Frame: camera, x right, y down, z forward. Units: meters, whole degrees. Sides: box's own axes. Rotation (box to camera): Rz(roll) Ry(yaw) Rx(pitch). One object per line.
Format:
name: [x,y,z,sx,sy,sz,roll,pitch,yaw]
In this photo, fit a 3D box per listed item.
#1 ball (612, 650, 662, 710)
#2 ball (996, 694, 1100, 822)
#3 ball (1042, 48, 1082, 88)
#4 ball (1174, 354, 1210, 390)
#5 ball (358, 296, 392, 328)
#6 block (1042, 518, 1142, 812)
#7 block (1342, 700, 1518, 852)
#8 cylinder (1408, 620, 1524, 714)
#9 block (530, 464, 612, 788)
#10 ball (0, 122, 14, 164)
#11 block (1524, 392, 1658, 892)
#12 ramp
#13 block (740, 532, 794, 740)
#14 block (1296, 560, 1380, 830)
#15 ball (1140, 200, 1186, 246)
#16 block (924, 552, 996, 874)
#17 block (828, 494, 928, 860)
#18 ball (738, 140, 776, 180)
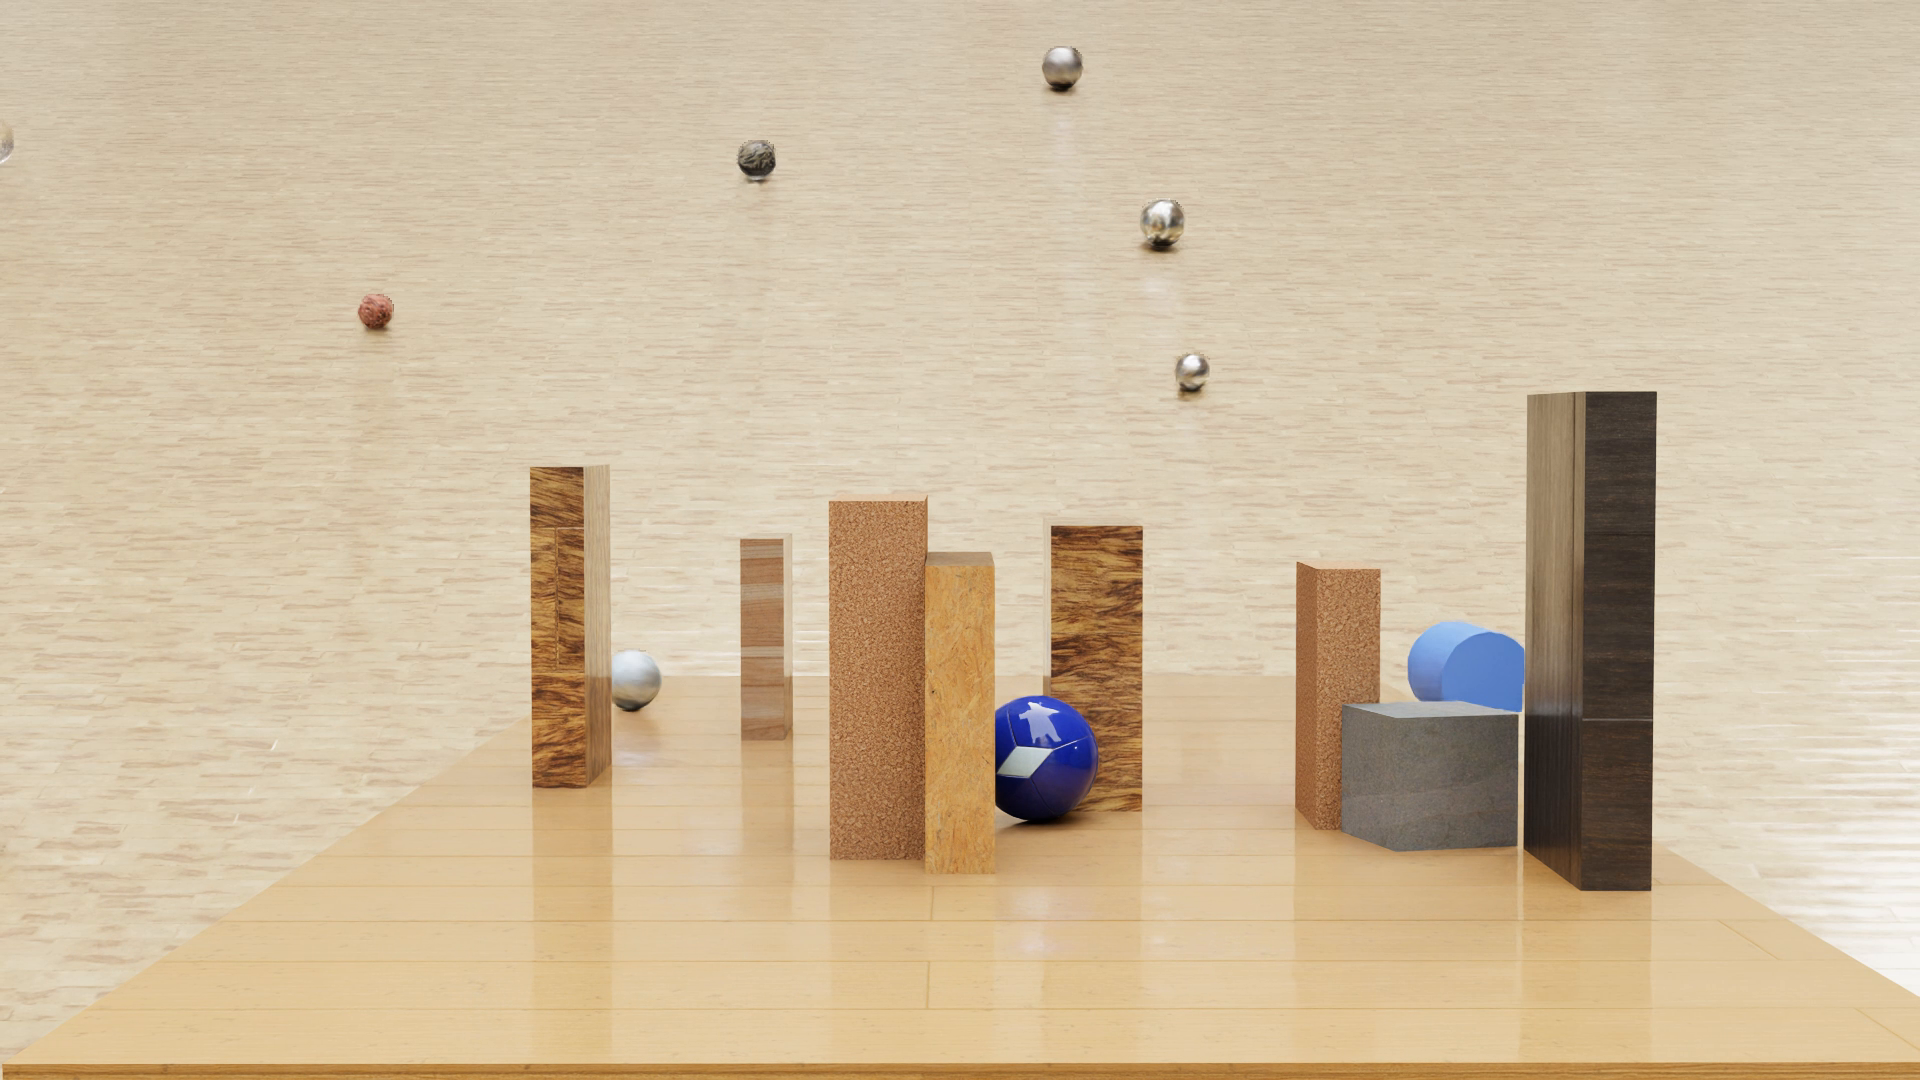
ball: [-0.733,0.312,5.748,0.133,0.133,0.133,0,23,0]
ball: [0.122,0.348,4.108,0.201,0.201,0.201,0,23,0]
ball: [0.514,-2.364,12.893,0.204,0.204,0.204,0,23,0]
ball: [0.793,-0.573,8.775,0.124,0.124,0.124,0,23,0]
ball: [-2.134,-0.832,9.390,0.121,0.121,0.121,0,23,0]
block: [0.223,0.202,4.394,0.150,0.468,0.390,0,2,0]
block: [0.714,0.357,3.923,0.199,0.199,0.199,-1,3,-15]
cylinder: [1.107,0.291,5.594,0.208,0.208,0.208,-4,6,-10]
block: [-0.699,0.146,4.644,0.093,0.560,0.341,0,2,0]
ball: [-4.342,-1.781,11.518,0.204,0.204,0.204,0,23,0]
block: [0.887,0.130,3.644,0.096,0.675,0.353,0,2,0]
ramp: [0.053,0.480,4.538,2.000,0.100,4.000,0,2,0]
block: [-0.397,0.194,5.306,0.087,0.406,0.282,0,2,0]
block: [0.604,0.243,4.128,0.099,0.408,0.245,0,2,0]
ball: [0.813,-1.271,10.341,0.186,0.186,0.186,0,23,0]
block: [0.000,0.244,3.821,0.098,0.434,0.425,0,2,0]
block: [-0.121,0.195,3.938,0.138,0.521,0.423,0,2,0]
ball: [-0.891,-1.667,11.296,0.168,0.168,0.168,0,23,0]
